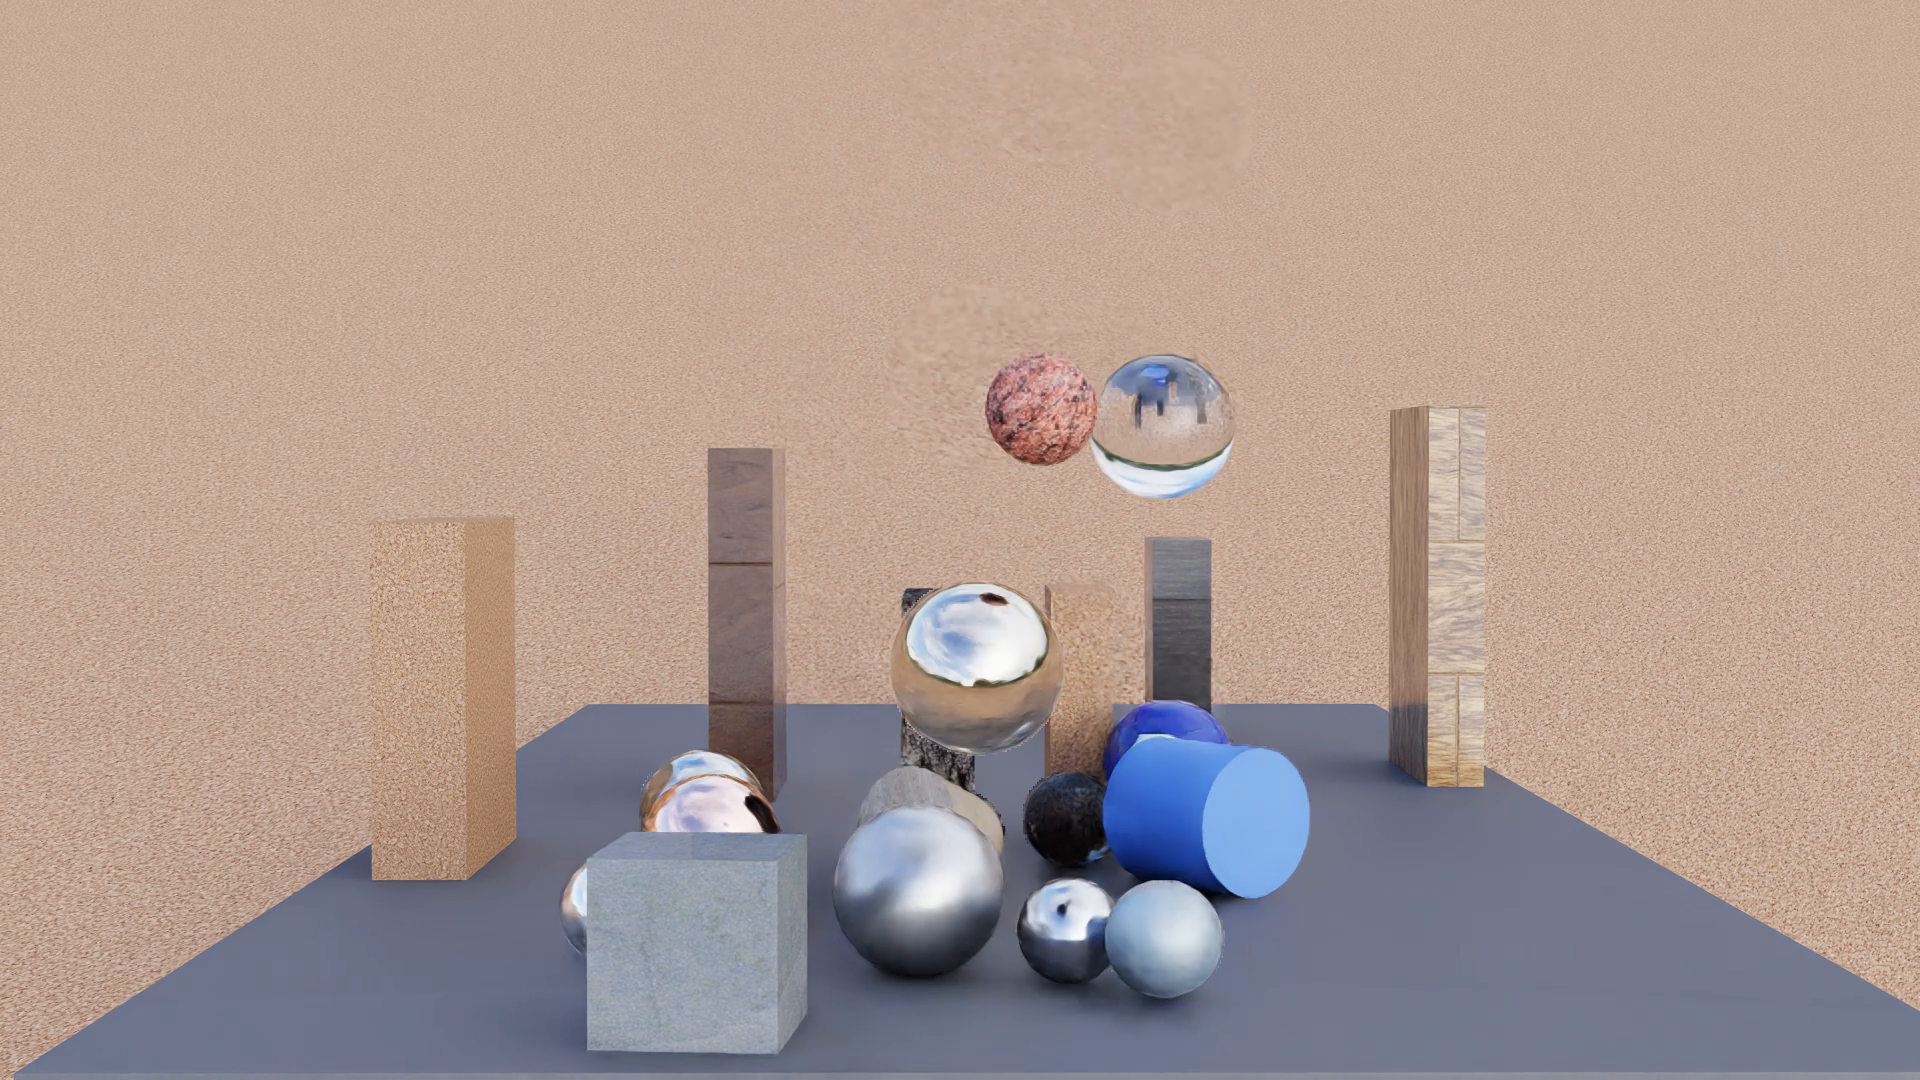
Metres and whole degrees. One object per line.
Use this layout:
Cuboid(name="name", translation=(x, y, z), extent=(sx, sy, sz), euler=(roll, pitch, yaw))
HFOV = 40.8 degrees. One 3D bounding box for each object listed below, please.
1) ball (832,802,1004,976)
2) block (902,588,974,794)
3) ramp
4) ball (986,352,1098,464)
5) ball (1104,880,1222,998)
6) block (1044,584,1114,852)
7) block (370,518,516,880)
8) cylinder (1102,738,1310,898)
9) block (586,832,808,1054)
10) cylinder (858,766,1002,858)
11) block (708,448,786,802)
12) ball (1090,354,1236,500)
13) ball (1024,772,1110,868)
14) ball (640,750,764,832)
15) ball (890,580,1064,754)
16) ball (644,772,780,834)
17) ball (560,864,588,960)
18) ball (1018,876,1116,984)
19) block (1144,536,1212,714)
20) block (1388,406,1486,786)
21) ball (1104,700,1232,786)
Cuboid(name="ball", translation=(-0.049, 0.414, 3.053), extent=(0.204, 0.204, 0.204), euler=(0, 25, 0))
Cuboid(name="block", translation=(-0.030, 0.287, 3.652), extent=(0.099, 0.423, 0.329), euler=(0, 2, 0))
Cuboid(name="ramp", translation=(0.058, 0.523, 4.561), extent=(2.000, 0.100, 4.000), euler=(0, 2, 0))
Cuboid(name="ball", translation=(0.088, -0.142, 2.781), extent=(0.121, 0.121, 0.121), euler=(0, 25, 0))
Cuboid(name="ball", translation=(0.230, 0.450, 2.911), extent=(0.133, 0.133, 0.133), euler=(0, 25, 0))
Cuboid(name="block", translation=(0.190, 0.280, 4.154), extent=(0.099, 0.408, 0.245), euler=(0, 2, 0))
Cuboid(name="block", translation=(-0.789, 0.230, 3.965), extent=(0.138, 0.521, 0.423), euler=(0, 2, 0))
Cuboid(name="cylinder", translation=(0.351, 0.393, 3.680), extent=(0.208, 0.208, 0.208), euler=(-20, 13, -36))
Cuboid(name="block", translation=(-0.276, 0.425, 2.747), extent=(0.199, 0.199, 0.199), euler=(0, 2, 5))
Cuboid(name="cylinder", translation=(-0.037, 0.368, 3.245), extent=(0.135, 0.135, 0.135), euler=(19, -10, 34))
Cuboid(name="block", translation=(-0.393, 0.148, 4.795), extent=(0.116, 0.636, 0.350), euler=(0, 2, 0))
Cuboid(name="ball", translation=(0.224, -0.126, 2.862), extent=(0.162, 0.162, 0.162), euler=(0, 25, 0))
Cuboid(name="ball", translation=(0.168, 0.421, 3.882), extent=(0.143, 0.143, 0.143), euler=(0, 25, 0))
Cuboid(name="ball", translation=(-0.378, 0.402, 3.797), extent=(0.186, 0.186, 0.186), euler=(0, 25, 0))
Cuboid(name="ball", translation=(0.018, 0.136, 2.763), extent=(0.186, 0.186, 0.186), euler=(0, 25, 0))
Cuboid(name="ball", translation=(-0.336, 0.409, 3.493), extent=(0.187, 0.187, 0.187), euler=(0, 25, 0))
Cuboid(name="ball", translation=(-0.410, 0.445, 3.098), extent=(0.139, 0.139, 0.139), euler=(0, 25, 0))
Cuboid(name="ball", translation=(0.129, 0.455, 3.002), extent=(0.124, 0.124, 0.124), euler=(0, 25, 0))
Cuboid(name="block", translation=(0.492, 0.216, 5.843), extent=(0.131, 0.441, 0.244), euler=(0, 2, 0))
Cuboid(name="block", translation=(0.933, 0.099, 5.064), extent=(0.105, 0.718, 0.439), euler=(0, 2, 0))
Cuboid(name="ball", translation=(0.322, 0.346, 3.972), extent=(0.201, 0.201, 0.201), euler=(0, 25, 0))
